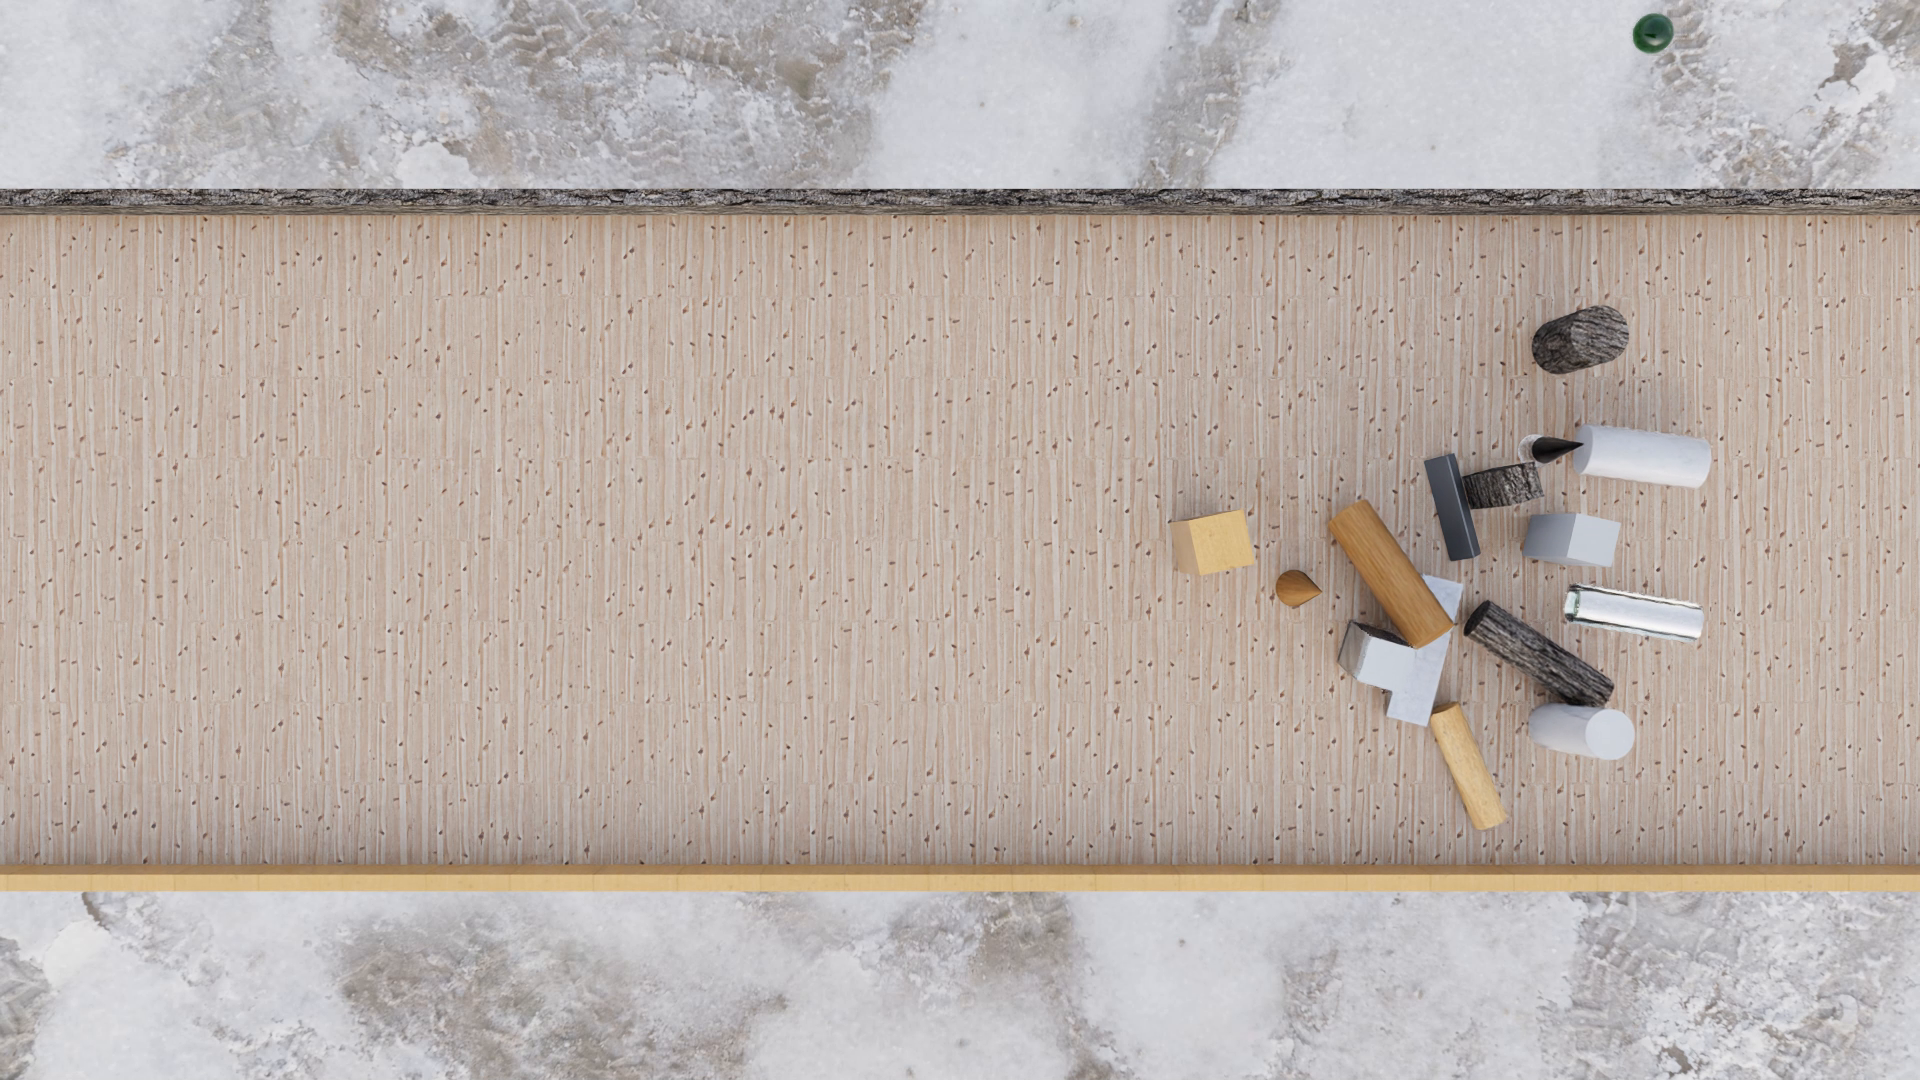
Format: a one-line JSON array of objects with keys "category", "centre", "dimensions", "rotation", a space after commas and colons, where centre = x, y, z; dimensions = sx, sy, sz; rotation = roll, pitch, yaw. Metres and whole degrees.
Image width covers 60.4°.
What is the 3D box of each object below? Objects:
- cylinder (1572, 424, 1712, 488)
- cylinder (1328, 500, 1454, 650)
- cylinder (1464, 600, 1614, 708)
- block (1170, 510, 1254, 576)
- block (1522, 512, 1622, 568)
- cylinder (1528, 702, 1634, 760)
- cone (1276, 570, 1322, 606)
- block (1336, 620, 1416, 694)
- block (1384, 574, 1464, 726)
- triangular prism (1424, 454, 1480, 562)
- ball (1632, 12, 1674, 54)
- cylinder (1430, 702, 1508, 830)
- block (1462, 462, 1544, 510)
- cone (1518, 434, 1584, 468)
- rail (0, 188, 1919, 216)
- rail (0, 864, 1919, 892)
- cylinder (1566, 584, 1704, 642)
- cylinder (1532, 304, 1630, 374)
[{"category": "cylinder", "centre": [2.065, -0.256, 5.000], "dimensions": [0.357, 0.153, 0.153], "rotation": [7, 90, 0]}, {"category": "cylinder", "centre": [1.285, 0.103, 4.930], "dimensions": [0.145, 0.145, 0.450], "rotation": [-30, 70, 0]}, {"category": "cylinder", "centre": [1.757, 0.359, 5.012], "dimensions": [0.448, 0.129, 0.129], "rotation": [33, 90, 0]}, {"category": "block", "centre": [0.738, 0.006, 4.863], "dimensions": [0.158, 0.426, 0.158], "rotation": [-12, 90, 0]}, {"category": "block", "centre": [1.807, 0.000, 4.888], "dimensions": [0.129, 0.376, 0.129], "rotation": [13, 90, 0]}, {"category": "cylinder", "centre": [1.827, 0.561, 4.866], "dimensions": [0.143, 0.411, 0.143], "rotation": [0, 87, -3]}, {"category": "cone", "centre": [1.028, 0.148, 4.874], "dimensions": [0.113, 0.404, 0.113], "rotation": [0, 90, 0]}, {"category": "block", "centre": [1.237, 0.346, 4.914], "dimensions": [0.135, 0.312, 0.135], "rotation": [16, 96, 0]}, {"category": "block", "centre": [1.406, 0.334, 5.005], "dimensions": [0.121, 0.121, 0.441], "rotation": [15, 90, 11]}, {"category": "triangular prism", "centre": [1.515, -0.101, 5.033], "dimensions": [0.096, 0.083, 0.320], "rotation": [-15, 90, 0]}, {"category": "ball", "centre": [4.207, -3.076, 10.013], "dimensions": [0.239, 0.239, 0.239], "rotation": [0, 90, 0]}, {"category": "cylinder", "centre": [1.545, 0.686, 5.025], "dimensions": [0.102, 0.102, 0.378], "rotation": [-23, 90, 0]}, {"category": "block", "centre": [1.616, -0.160, 4.921], "dimensions": [0.105, 0.305, 0.105], "rotation": [-15, 90, -4]}, {"category": "cone", "centre": [1.771, -0.273, 4.872], "dimensions": [0.107, 0.409, 0.107], "rotation": [0, 90, 0]}, {"category": "rail", "centre": [-2.247, -1.025, 5.002], "dimensions": [12.000, 0.150, 0.050], "rotation": [0, 90, 0]}, {"category": "rail", "centre": [-2.247, 1.025, 5.001], "dimensions": [12.000, 0.150, 0.050], "rotation": [0, 90, 0]}, {"category": "cylinder", "centre": [2.049, 0.223, 5.017], "dimensions": [0.374, 0.120, 0.120], "rotation": [9, 90, 0]}, {"category": "cylinder", "centre": [1.844, -0.593, 4.914], "dimensions": [0.169, 0.326, 0.169], "rotation": [0, 90, 0]}]
